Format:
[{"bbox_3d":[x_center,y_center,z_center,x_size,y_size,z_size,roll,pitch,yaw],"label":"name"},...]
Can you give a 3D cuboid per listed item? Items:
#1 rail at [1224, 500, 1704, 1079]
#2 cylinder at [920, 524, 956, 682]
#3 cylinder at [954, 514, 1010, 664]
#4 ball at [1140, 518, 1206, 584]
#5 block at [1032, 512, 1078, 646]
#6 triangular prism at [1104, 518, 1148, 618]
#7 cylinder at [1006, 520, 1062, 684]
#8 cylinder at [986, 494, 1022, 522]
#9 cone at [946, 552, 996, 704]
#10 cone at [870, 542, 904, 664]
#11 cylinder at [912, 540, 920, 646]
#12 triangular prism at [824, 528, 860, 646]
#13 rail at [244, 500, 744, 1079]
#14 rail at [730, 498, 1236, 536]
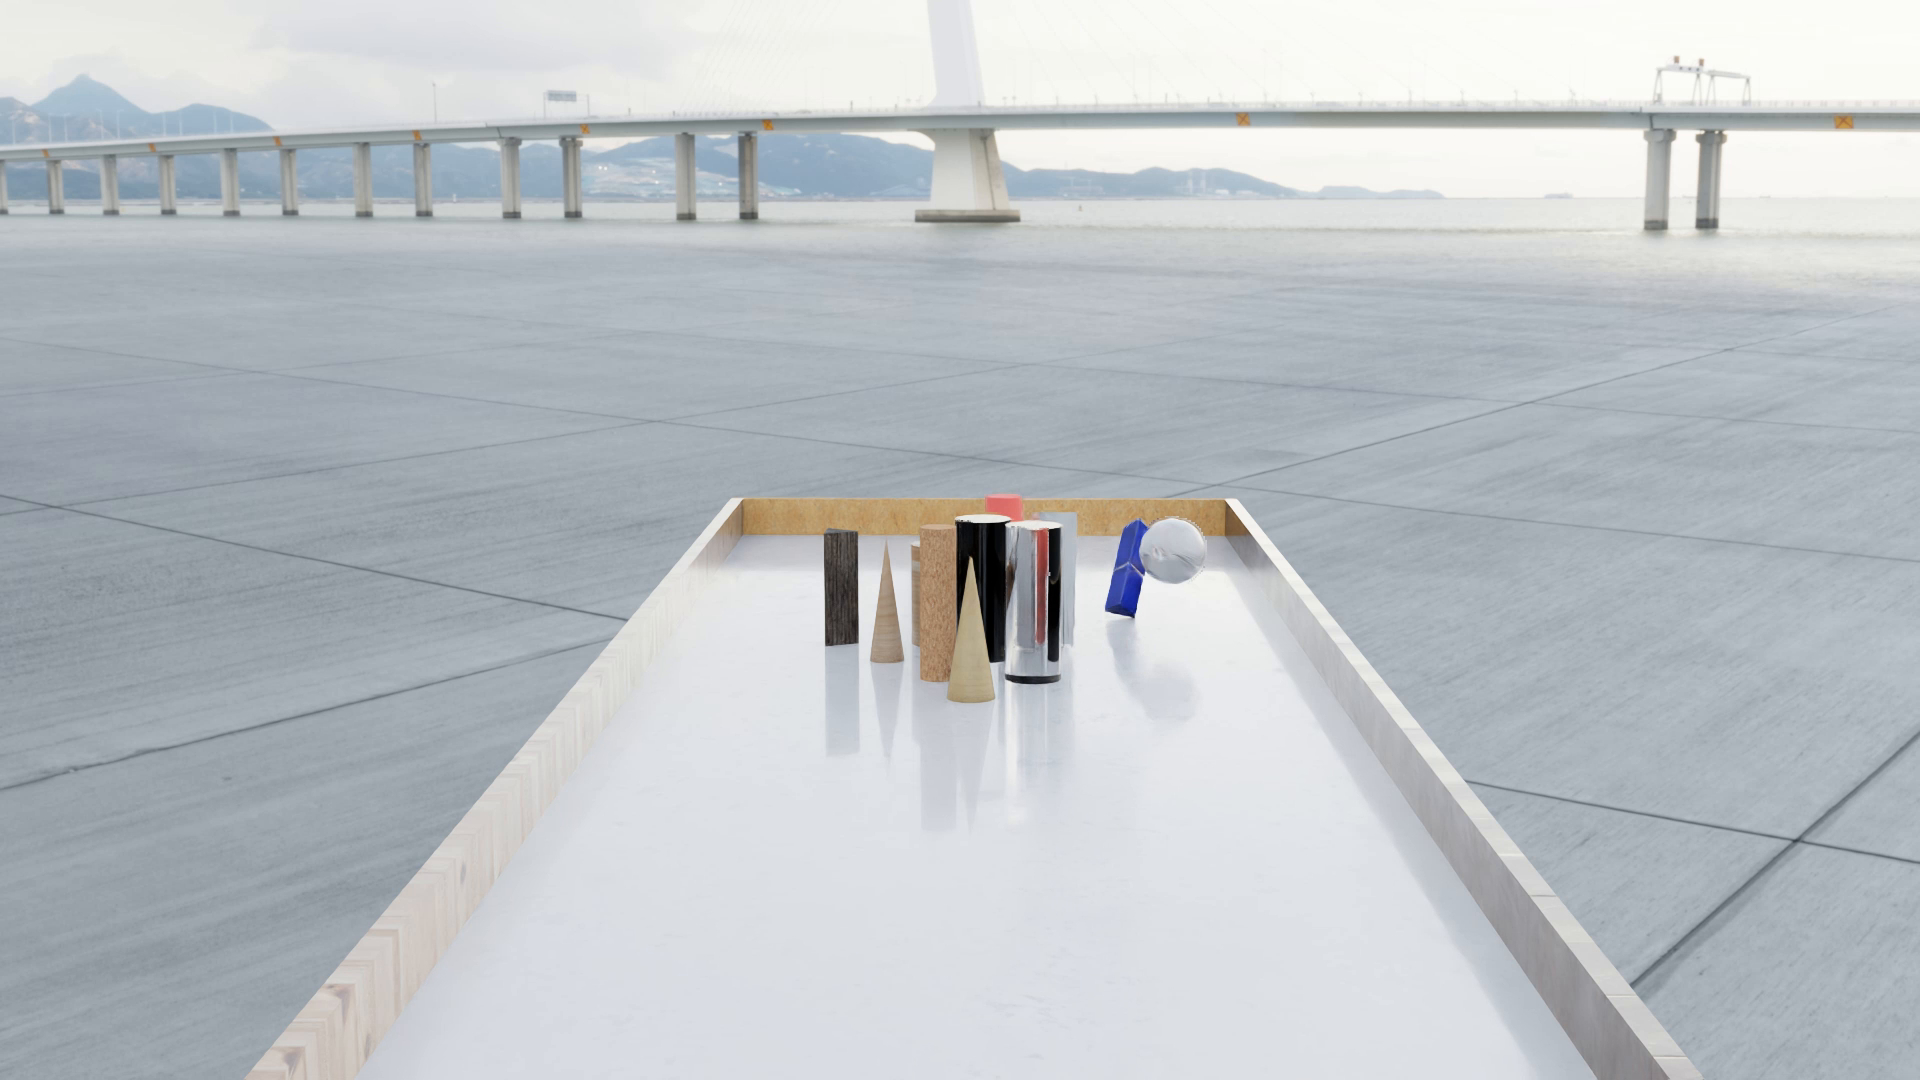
[{"bbox_3d":[1.046,0.843,3.208,0.050,0.150,12.000,0,9,1],"label":"rail"},{"bbox_3d":[-0.064,0.184,6.414,0.106,0.449,0.106,0,9,0],"label":"cylinder"},{"bbox_3d":[0.070,0.147,6.705,0.170,0.430,0.170,0,9,0],"label":"cylinder"},{"bbox_3d":[0.698,0.038,7.234,0.216,0.216,0.216,0,9,0],"label":"ball"},{"bbox_3d":[0.289,0.122,6.857,0.119,0.410,0.119,2,-4,-10],"label":"block"},{"bbox_3d":[0.559,0.096,7.424,0.089,0.325,0.102,-5,-32,35],"label":"triangular prism"},{"bbox_3d":[0.214,0.181,6.415,0.165,0.454,0.165,0,9,0],"label":"cylinder"},{"bbox_3d":[0.145,0.087,7.001,0.111,0.453,0.111,-1,7,0],"label":"cylinder"},{"bbox_3d":[0.031,0.238,6.172,0.138,0.418,0.138,0,9,0],"label":"cone"},{"bbox_3d":[-0.222,0.178,6.675,0.106,0.379,0.106,0,9,0],"label":"cone"},{"bbox_3d":[-0.069,0.168,6.936,0.171,0.317,0.171,0,9,0],"label":"cylinder"},{"bbox_3d":[-0.393,0.146,6.945,0.115,0.357,0.099,-4,10,-26],"label":"triangular prism"},{"bbox_3d":[-1.004,0.839,3.234,0.050,0.150,12.000,0,9,1],"label":"rail"},{"bbox_3d":[0.099,-0.098,9.147,2.100,0.150,0.050,0,9,1],"label":"rail"}]
